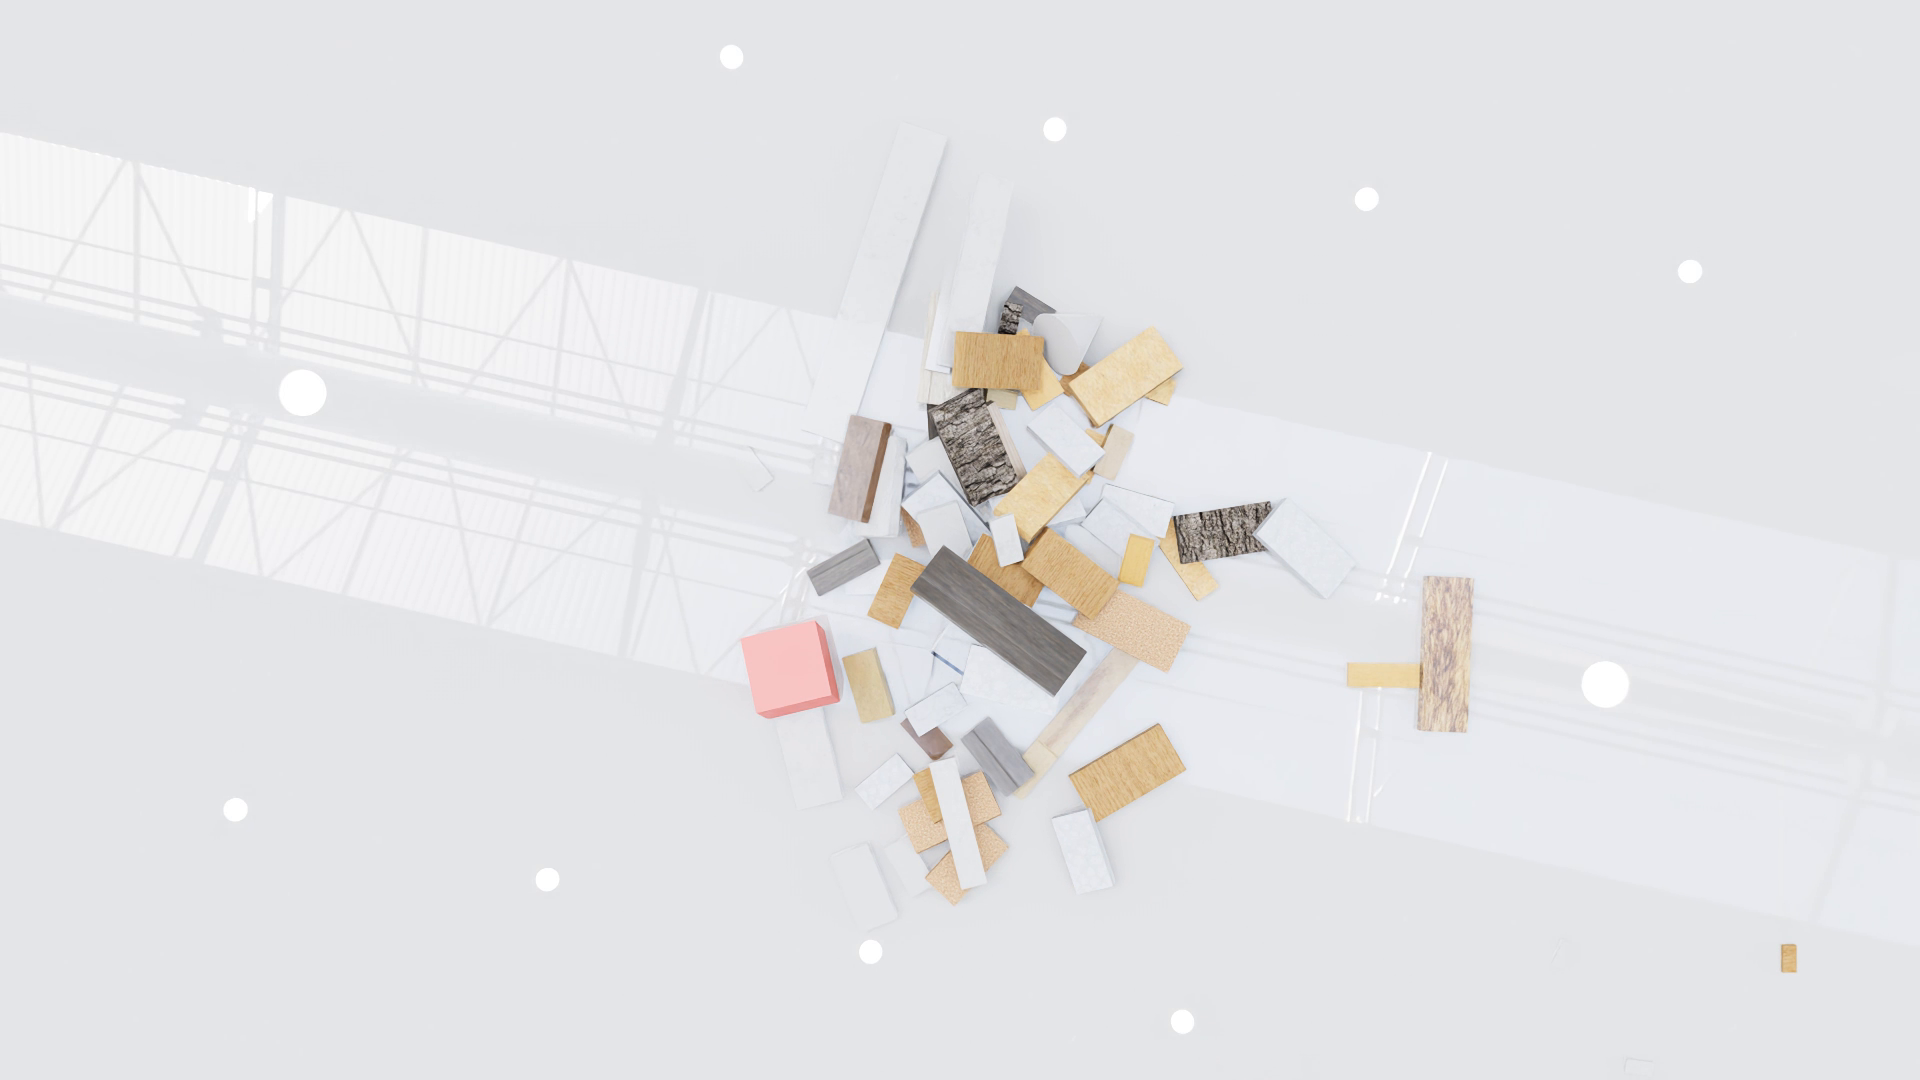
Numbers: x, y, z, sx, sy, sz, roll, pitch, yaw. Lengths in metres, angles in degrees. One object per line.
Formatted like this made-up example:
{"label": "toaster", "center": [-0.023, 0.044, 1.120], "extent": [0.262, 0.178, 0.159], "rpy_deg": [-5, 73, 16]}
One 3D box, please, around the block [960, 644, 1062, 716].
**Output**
{"label": "block", "center": [0.166, 0.441, 5.199], "extent": [0.309, 0.044, 0.154], "rpy_deg": [15, 90, 0]}

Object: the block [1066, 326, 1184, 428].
{"label": "block", "center": [0.545, -0.538, 5.444], "extent": [0.347, 0.049, 0.173], "rpy_deg": [-35, 85, -7]}

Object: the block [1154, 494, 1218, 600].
{"label": "block", "center": [0.719, 0.026, 5.488], "extent": [0.085, 0.024, 0.371], "rpy_deg": [-35, 90, 0]}

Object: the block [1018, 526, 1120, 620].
{"label": "block", "center": [0.356, 0.109, 5.380], "extent": [0.311, 0.044, 0.155], "rpy_deg": [37, 90, -16]}

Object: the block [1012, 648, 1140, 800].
{"label": "block", "center": [0.417, 0.543, 5.487], "extent": [0.093, 0.026, 0.767], "rpy_deg": [40, 90, 0]}

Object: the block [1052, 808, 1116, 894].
{"label": "block", "center": [0.409, 1.028, 5.455], "extent": [0.132, 0.037, 0.265], "rpy_deg": [-19, 90, 24]}

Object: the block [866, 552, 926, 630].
{"label": "block", "center": [-0.209, 0.169, 5.451], "extent": [0.114, 0.032, 0.229], "rpy_deg": [25, 90, 0]}

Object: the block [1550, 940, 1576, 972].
{"label": "block", "center": [2.009, 1.384, 5.493], "extent": [0.046, 0.013, 0.092], "rpy_deg": [28, 90, 0]}

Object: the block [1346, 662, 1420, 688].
{"label": "block", "center": [1.408, 0.449, 5.489], "extent": [0.235, 0.023, 0.080], "rpy_deg": [1, 90, 0]}

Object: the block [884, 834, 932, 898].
{"label": "block", "center": [-0.166, 1.084, 5.487], "extent": [0.093, 0.026, 0.185], "rpy_deg": [-30, 90, 0]}

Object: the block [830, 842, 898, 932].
{"label": "block", "center": [-0.319, 1.155, 5.481], "extent": [0.132, 0.037, 0.265], "rpy_deg": [-22, 90, 0]}

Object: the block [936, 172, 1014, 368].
{"label": "block", "center": [0.048, -0.854, 5.273], "extent": [0.119, 0.034, 0.626], "rpy_deg": [12, 91, -19]}

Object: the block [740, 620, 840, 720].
{"label": "block", "center": [-0.548, 0.424, 5.356], "extent": [0.245, 0.245, 0.245], "rpy_deg": [-14, 79, 0]}

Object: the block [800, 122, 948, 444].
{"label": "block", "center": [-0.285, -0.851, 5.477], "extent": [0.161, 0.046, 1.070], "rpy_deg": [18, 90, 0]}

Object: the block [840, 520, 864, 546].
{"label": "block", "center": [-0.332, -0.049, 5.490], "extent": [0.072, 0.020, 0.143], "rpy_deg": [37, 90, 0]}

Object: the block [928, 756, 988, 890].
{"label": "block", "center": [-0.007, 0.926, 5.400], "extent": [0.086, 0.024, 0.434], "rpy_deg": [-14, 95, -1]}

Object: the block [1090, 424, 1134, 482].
{"label": "block", "center": [0.506, -0.291, 5.473], "extent": [0.085, 0.024, 0.171], "rpy_deg": [24, 90, -22]}

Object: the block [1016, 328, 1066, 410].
{"label": "block", "center": [0.231, -0.566, 5.468], "extent": [0.122, 0.035, 0.245], "rpy_deg": [-32, 92, 9]}

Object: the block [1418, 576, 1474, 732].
{"label": "block", "center": [1.612, 0.378, 5.478], "extent": [0.155, 0.044, 0.514], "rpy_deg": [2, 90, 0]}

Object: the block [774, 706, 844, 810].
{"label": "block", "center": [-0.503, 0.716, 5.478], "extent": [0.154, 0.044, 0.330], "rpy_deg": [-14, 90, 0]}

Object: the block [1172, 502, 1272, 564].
{"label": "block", "center": [0.878, -0.025, 5.462], "extent": [0.322, 0.046, 0.161], "rpy_deg": [-9, 90, -6]}

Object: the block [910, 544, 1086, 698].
{"label": "block", "center": [0.119, 0.254, 5.172], "extent": [0.563, 0.049, 0.175], "rpy_deg": [37, 78, 5]}

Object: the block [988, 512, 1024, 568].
{"label": "block", "center": [0.148, -0.001, 5.301], "extent": [0.080, 0.023, 0.160], "rpy_deg": [-18, 111, -11]}

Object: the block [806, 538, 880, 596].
{"label": "block", "center": [-0.385, 0.091, 5.455], "extent": [0.236, 0.027, 0.096], "rpy_deg": [-28, 83, 13]}

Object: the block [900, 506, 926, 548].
{"label": "block", "center": [-0.146, -0.052, 5.490], "extent": [0.072, 0.020, 0.143], "rpy_deg": [-19, 90, 0]}

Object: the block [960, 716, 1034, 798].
{"label": "block", "center": [0.125, 0.719, 5.465], "extent": [0.122, 0.035, 0.245], "rpy_deg": [-39, 82, 1]}

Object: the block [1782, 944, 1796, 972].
{"label": "block", "center": [2.761, 1.394, 5.493], "extent": [0.046, 0.013, 0.092], "rpy_deg": [0, 90, 0]}

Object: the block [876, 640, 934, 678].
{"label": "block", "center": [-0.186, 0.398, 5.486], "extent": [0.192, 0.027, 0.096], "rpy_deg": [9, 90, 0]}

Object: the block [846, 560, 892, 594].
{"label": "block", "center": [-0.265, 0.123, 5.484], "extent": [0.229, 0.032, 0.114], "rpy_deg": [-1, 90, 0]}

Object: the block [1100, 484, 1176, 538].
{"label": "block", "center": [0.580, -0.098, 5.459], "extent": [0.238, 0.034, 0.119], "rpy_deg": [17, 99, 7]}

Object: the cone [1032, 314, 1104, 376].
{"label": "cone", "center": [0.398, -0.695, 5.450], "extent": [0.223, 0.223, 0.223], "rpy_deg": [-33, 90, -27]}

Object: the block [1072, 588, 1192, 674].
{"label": "block", "center": [0.568, 0.284, 5.450], "extent": [0.349, 0.049, 0.175], "rpy_deg": [27, 88, 8]}

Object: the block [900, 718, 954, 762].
{"label": "block", "center": [-0.110, 0.646, 5.488], "extent": [0.086, 0.024, 0.173], "rpy_deg": [-42, 90, 0]}

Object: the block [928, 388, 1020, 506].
{"label": "block", "center": [0.045, -0.300, 5.327], "extent": [0.173, 0.049, 0.346], "rpy_deg": [-28, 112, -10]}

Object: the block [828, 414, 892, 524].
{"label": "block", "center": [-0.330, -0.234, 5.413], "extent": [0.148, 0.042, 0.335], "rpy_deg": [15, 93, 36]}

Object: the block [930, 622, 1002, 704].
{"label": "block", "center": [0.101, 0.326, 5.361], "extent": [0.279, 0.279, 0.279], "rpy_deg": [35, 90, 0]}
